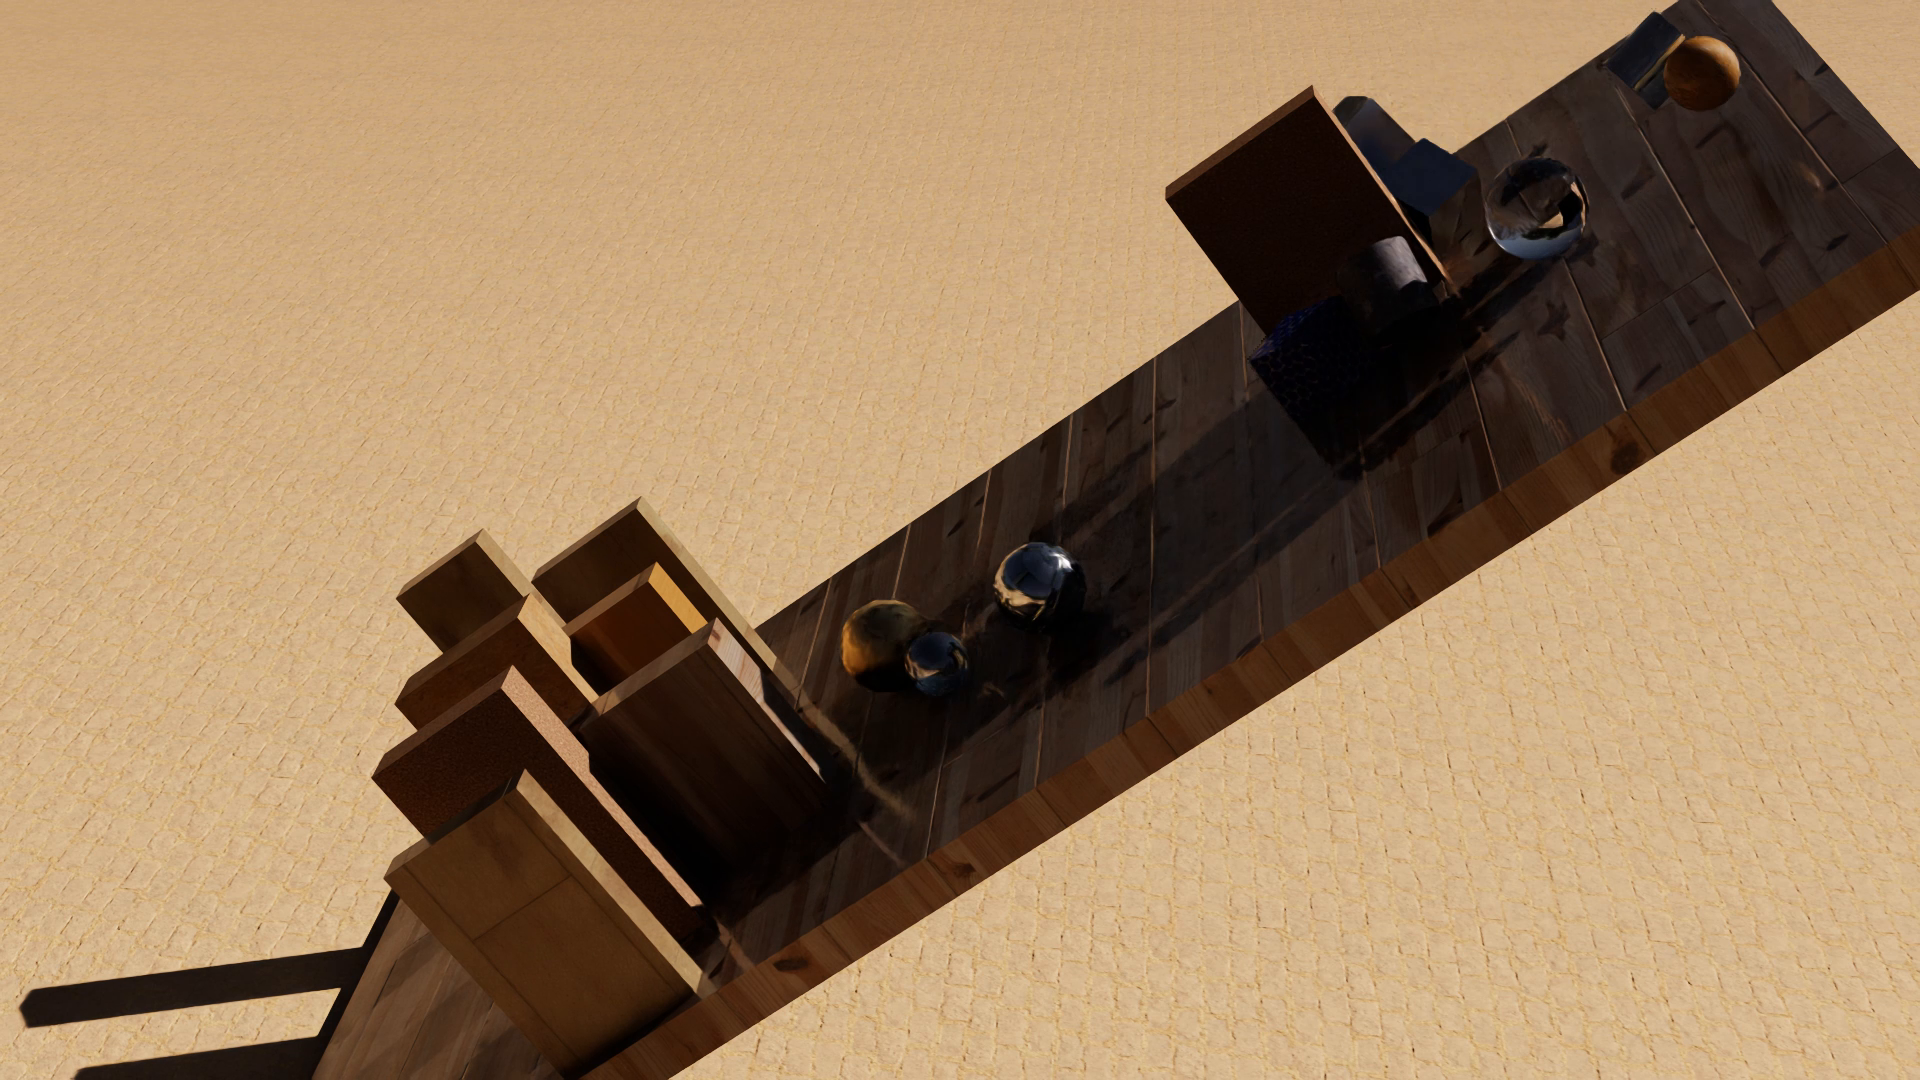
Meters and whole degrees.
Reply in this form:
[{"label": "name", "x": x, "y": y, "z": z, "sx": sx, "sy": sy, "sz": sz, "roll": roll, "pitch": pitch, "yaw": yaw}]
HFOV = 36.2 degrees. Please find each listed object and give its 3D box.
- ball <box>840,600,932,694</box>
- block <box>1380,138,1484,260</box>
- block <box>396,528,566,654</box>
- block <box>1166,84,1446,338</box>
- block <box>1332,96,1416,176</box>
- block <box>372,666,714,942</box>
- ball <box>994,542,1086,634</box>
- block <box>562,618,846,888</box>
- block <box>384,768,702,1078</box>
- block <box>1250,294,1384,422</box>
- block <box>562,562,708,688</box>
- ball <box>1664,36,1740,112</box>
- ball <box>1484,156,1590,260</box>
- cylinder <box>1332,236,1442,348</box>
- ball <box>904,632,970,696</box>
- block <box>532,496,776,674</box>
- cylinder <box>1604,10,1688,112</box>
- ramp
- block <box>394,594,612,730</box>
[{"label": "ball", "x": -0.156, "y": 0.226, "z": 6.266, "sx": 0.200, "sy": 0.200, "sz": 0.200, "roll": 0, "pitch": 22, "yaw": 0}, {"label": "block", "x": 1.005, "y": -0.727, "z": 6.300, "sx": 0.158, "sy": 0.158, "sz": 0.158, "roll": -43, "pitch": 56, "yaw": -15}, {"label": "block", "x": -1.106, "y": 0.296, "z": 7.403, "sx": 0.266, "sy": 0.631, "sz": 0.089, "roll": -34, "pitch": 16, "yaw": 16}, {"label": "block", "x": 0.728, "y": -0.650, "z": 6.217, "sx": 0.377, "sy": 0.483, "sz": 0.100, "roll": -34, "pitch": 16, "yaw": 16}, {"label": "block", "x": 0.889, "y": -0.854, "z": 6.554, "sx": 0.187, "sy": 0.187, "sz": 0.187, "roll": -48, "pitch": 14, "yaw": 0}, {"label": "block", "x": -0.835, "y": 0.600, "z": 5.915, "sx": 0.342, "sy": 0.639, "sz": 0.107, "roll": -34, "pitch": 16, "yaw": 16}, {"label": "ball", "x": 0.162, "y": 0.097, "z": 5.938, "sx": 0.187, "sy": 0.187, "sz": 0.187, "roll": 0, "pitch": 22, "yaw": 0}, {"label": "block", "x": -0.537, "y": 0.455, "z": 6.046, "sx": 0.417, "sy": 0.430, "sz": 0.128, "roll": -34, "pitch": 16, "yaw": 16}, {"label": "block", "x": -0.796, "y": 0.738, "z": 5.633, "sx": 0.335, "sy": 0.536, "sz": 0.080, "roll": -34, "pitch": 16, "yaw": 16}, {"label": "block", "x": 0.732, "y": -0.372, "z": 6.027, "sx": 0.162, "sy": 0.162, "sz": 0.162, "roll": -20, "pitch": 24, "yaw": 49}, {"label": "block", "x": -0.662, "y": 0.347, "z": 6.520, "sx": 0.351, "sy": 0.491, "sz": 0.110, "roll": -34, "pitch": 16, "yaw": 16}, {"label": "ball", "x": 1.428, "y": -0.897, "z": 5.663, "sx": 0.143, "sy": 0.143, "sz": 0.143, "roll": 0, "pitch": 22, "yaw": 0}, {"label": "ball", "x": 1.141, "y": -0.656, "z": 5.825, "sx": 0.205, "sy": 0.205, "sz": 0.205, "roll": 0, "pitch": 22, "yaw": 0}, {"label": "cylinder", "x": 0.863, "y": -0.499, "z": 5.938, "sx": 0.163, "sy": 0.163, "sz": 0.163, "roll": -24, "pitch": -14, "yaw": -6}, {"label": "ball", "x": -0.047, "y": 0.255, "z": 6.062, "sx": 0.135, "sy": 0.135, "sz": 0.135, "roll": 0, "pitch": 22, "yaw": 0}, {"label": "block", "x": -0.734, "y": 0.193, "z": 7.068, "sx": 0.329, "sy": 0.518, "sz": 0.080, "roll": -34, "pitch": 16, "yaw": 16}, {"label": "cylinder", "x": 1.422, "y": -0.981, "z": 6.022, "sx": 0.146, "sy": 0.146, "sz": 0.146, "roll": 39, "pitch": 15, "yaw": -12}, {"label": "ramp", "x": 0.130, "y": 0.178, "z": 6.320, "sx": 4.000, "sy": 0.100, "sz": 2.000, "roll": -34, "pitch": 16, "yaw": 16}, {"label": "block", "x": -0.889, "y": 0.468, "z": 6.441, "sx": 0.353, "sy": 0.623, "sz": 0.134, "roll": -34, "pitch": 16, "yaw": 16}]
